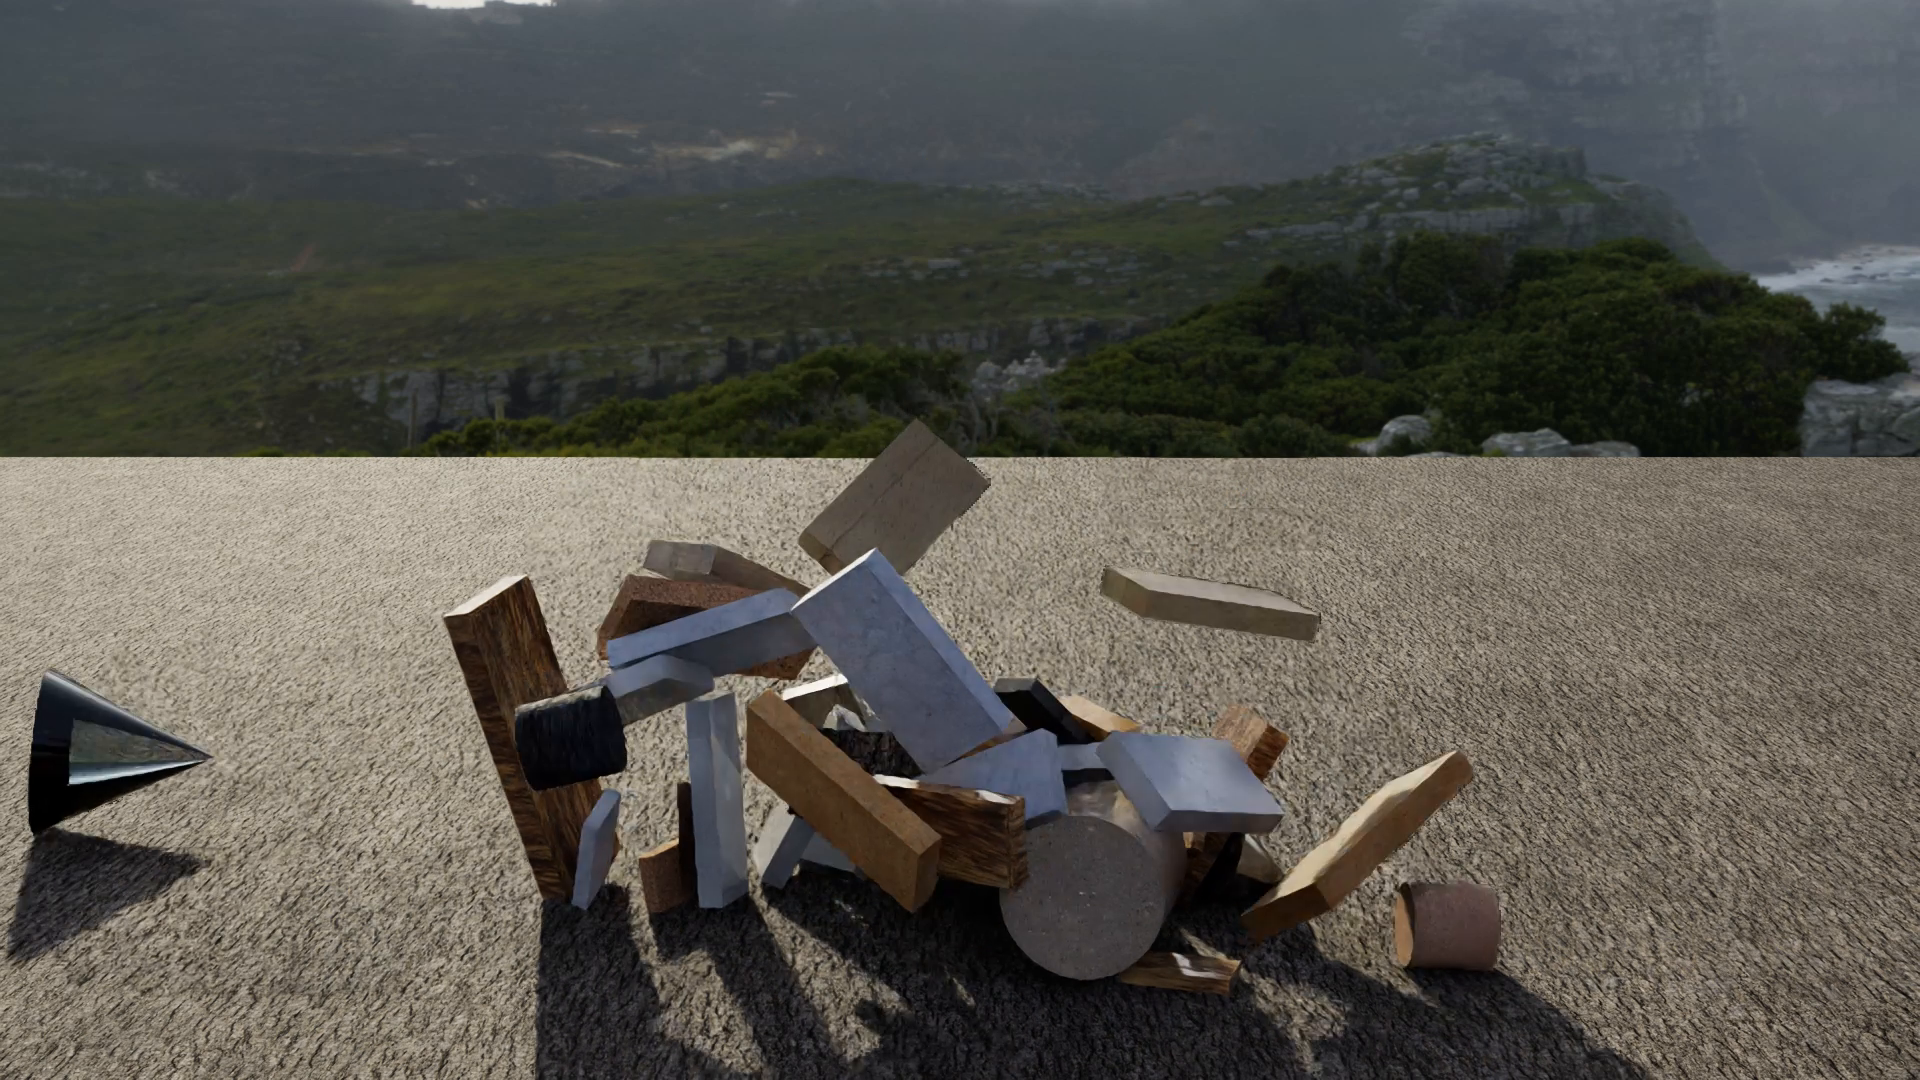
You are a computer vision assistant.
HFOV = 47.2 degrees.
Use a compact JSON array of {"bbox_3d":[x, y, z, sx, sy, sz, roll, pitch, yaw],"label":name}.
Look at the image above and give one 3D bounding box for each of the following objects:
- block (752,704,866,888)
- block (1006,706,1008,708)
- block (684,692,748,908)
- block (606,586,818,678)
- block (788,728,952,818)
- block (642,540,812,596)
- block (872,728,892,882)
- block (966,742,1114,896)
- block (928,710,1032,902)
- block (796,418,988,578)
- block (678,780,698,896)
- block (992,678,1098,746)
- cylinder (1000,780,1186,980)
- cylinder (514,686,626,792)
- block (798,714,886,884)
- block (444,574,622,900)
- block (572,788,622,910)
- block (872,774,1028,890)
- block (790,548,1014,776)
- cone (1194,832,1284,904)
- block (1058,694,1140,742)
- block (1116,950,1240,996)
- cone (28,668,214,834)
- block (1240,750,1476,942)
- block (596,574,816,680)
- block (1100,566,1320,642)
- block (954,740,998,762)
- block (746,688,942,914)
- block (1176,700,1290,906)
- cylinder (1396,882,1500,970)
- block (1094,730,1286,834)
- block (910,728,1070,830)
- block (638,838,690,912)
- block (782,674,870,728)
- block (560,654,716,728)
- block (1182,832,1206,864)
[{"bbox_3d":[-0.256,0.433,3.740,0.042,0.298,0.149,28,3,-14],"label":"block"},{"bbox_3d":[0.018,0.382,4.445,0.125,0.125,0.125,3,11,17],"label":"block"},{"bbox_3d":[-0.397,0.423,3.602,0.040,0.334,0.142,-4,1,12],"label":"block"},{"bbox_3d":[-0.389,0.165,3.546,0.319,0.045,0.159,-17,-26,16],"label":"block"},{"bbox_3d":[-0.139,0.377,3.464,0.284,0.142,0.040,0,-20,40],"label":"block"},{"bbox_3d":[-0.360,0.085,3.802,0.173,0.049,0.346,4,-16,43],"label":"block"},{"bbox_3d":[-0.077,0.425,3.731,0.042,0.298,0.149,14,17,29],"label":"block"},{"bbox_3d":[0.128,0.455,3.568,0.171,0.342,0.048,-2,49,-18],"label":"block"},{"bbox_3d":[0.034,0.427,3.623,0.048,0.342,0.171,35,30,20],"label":"block"},{"bbox_3d":[-0.105,-0.046,3.519,0.319,0.159,0.045,-47,-2,-39],"label":"block"},{"bbox_3d":[-0.428,0.492,3.650,0.026,0.186,0.093,-3,-1,28],"label":"block"},{"bbox_3d":[0.136,0.281,3.496,0.086,0.172,0.024,-5,48,47],"label":"block"},{"bbox_3d":[0.206,0.512,3.347,0.247,0.247,0.247,2,7,13],"label":"cylinder"},{"bbox_3d":[-0.590,0.301,3.338,0.134,0.134,0.134,-13,10,2],"label":"cylinder"},{"bbox_3d":[-0.159,0.445,3.800,0.149,0.042,0.298,8,56,40],"label":"block"},{"bbox_3d":[-0.702,0.326,3.639,0.049,0.508,0.173,-8,17,27],"label":"block"},{"bbox_3d":[-0.591,0.503,3.575,0.026,0.186,0.093,19,37,6],"label":"block"},{"bbox_3d":[-0.022,0.425,3.212,0.257,0.128,0.036,5,14,32],"label":"block"},{"bbox_3d":[-0.086,0.182,3.251,0.162,0.324,0.046,-34,10,33],"label":"block"},{"bbox_3d":[0.493,0.555,3.657,0.163,0.163,0.163,25,3,-18],"label":"cone"},{"bbox_3d":[0.236,0.428,3.601,0.046,0.324,0.162,-22,27,-31],"label":"block"},{"bbox_3d":[0.327,0.646,3.294,0.172,0.024,0.086,3,10,18],"label":"block"},{"bbox_3d":[-1.518,0.391,4.018,0.300,0.300,0.300,4,9,-16],"label":"cone"},{"bbox_3d":[0.607,0.458,3.328,0.441,0.046,0.162,-30,-4,-44],"label":"block"},{"bbox_3d":[-0.407,0.148,3.642,0.346,0.173,0.049,8,50,-25],"label":"block"},{"bbox_3d":[0.416,0.106,3.661,0.324,0.046,0.162,9,10,-24],"label":"block"},{"bbox_3d":[-0.010,0.380,3.427,0.048,0.171,0.342,25,1,-34],"label":"block"},{"bbox_3d":[-0.174,0.378,3.192,0.349,0.159,0.045,38,56,23],"label":"block"},{"bbox_3d":[0.418,0.437,3.677,0.046,0.324,0.162,31,1,-18],"label":"block"},{"bbox_3d":[0.737,0.585,3.332,0.126,0.126,0.126,3,10,-2],"label":"cylinder"},{"bbox_3d":[0.363,0.381,3.441,0.324,0.046,0.162,10,36,-49],"label":"block"},{"bbox_3d":[0.035,0.384,3.268,0.257,0.128,0.036,-24,-32,27],"label":"block"},{"bbox_3d":[-0.461,0.545,3.649,0.026,0.093,0.186,-6,6,29],"label":"block"},{"bbox_3d":[-0.209,0.379,3.976,0.128,0.277,0.036,-17,24,13],"label":"block"},{"bbox_3d":[-0.554,0.261,3.556,0.283,0.040,0.142,-22,-21,21],"label":"block"},{"bbox_3d":[0.345,0.510,3.640,0.024,0.172,0.086,31,46,-18],"label":"block"}]
